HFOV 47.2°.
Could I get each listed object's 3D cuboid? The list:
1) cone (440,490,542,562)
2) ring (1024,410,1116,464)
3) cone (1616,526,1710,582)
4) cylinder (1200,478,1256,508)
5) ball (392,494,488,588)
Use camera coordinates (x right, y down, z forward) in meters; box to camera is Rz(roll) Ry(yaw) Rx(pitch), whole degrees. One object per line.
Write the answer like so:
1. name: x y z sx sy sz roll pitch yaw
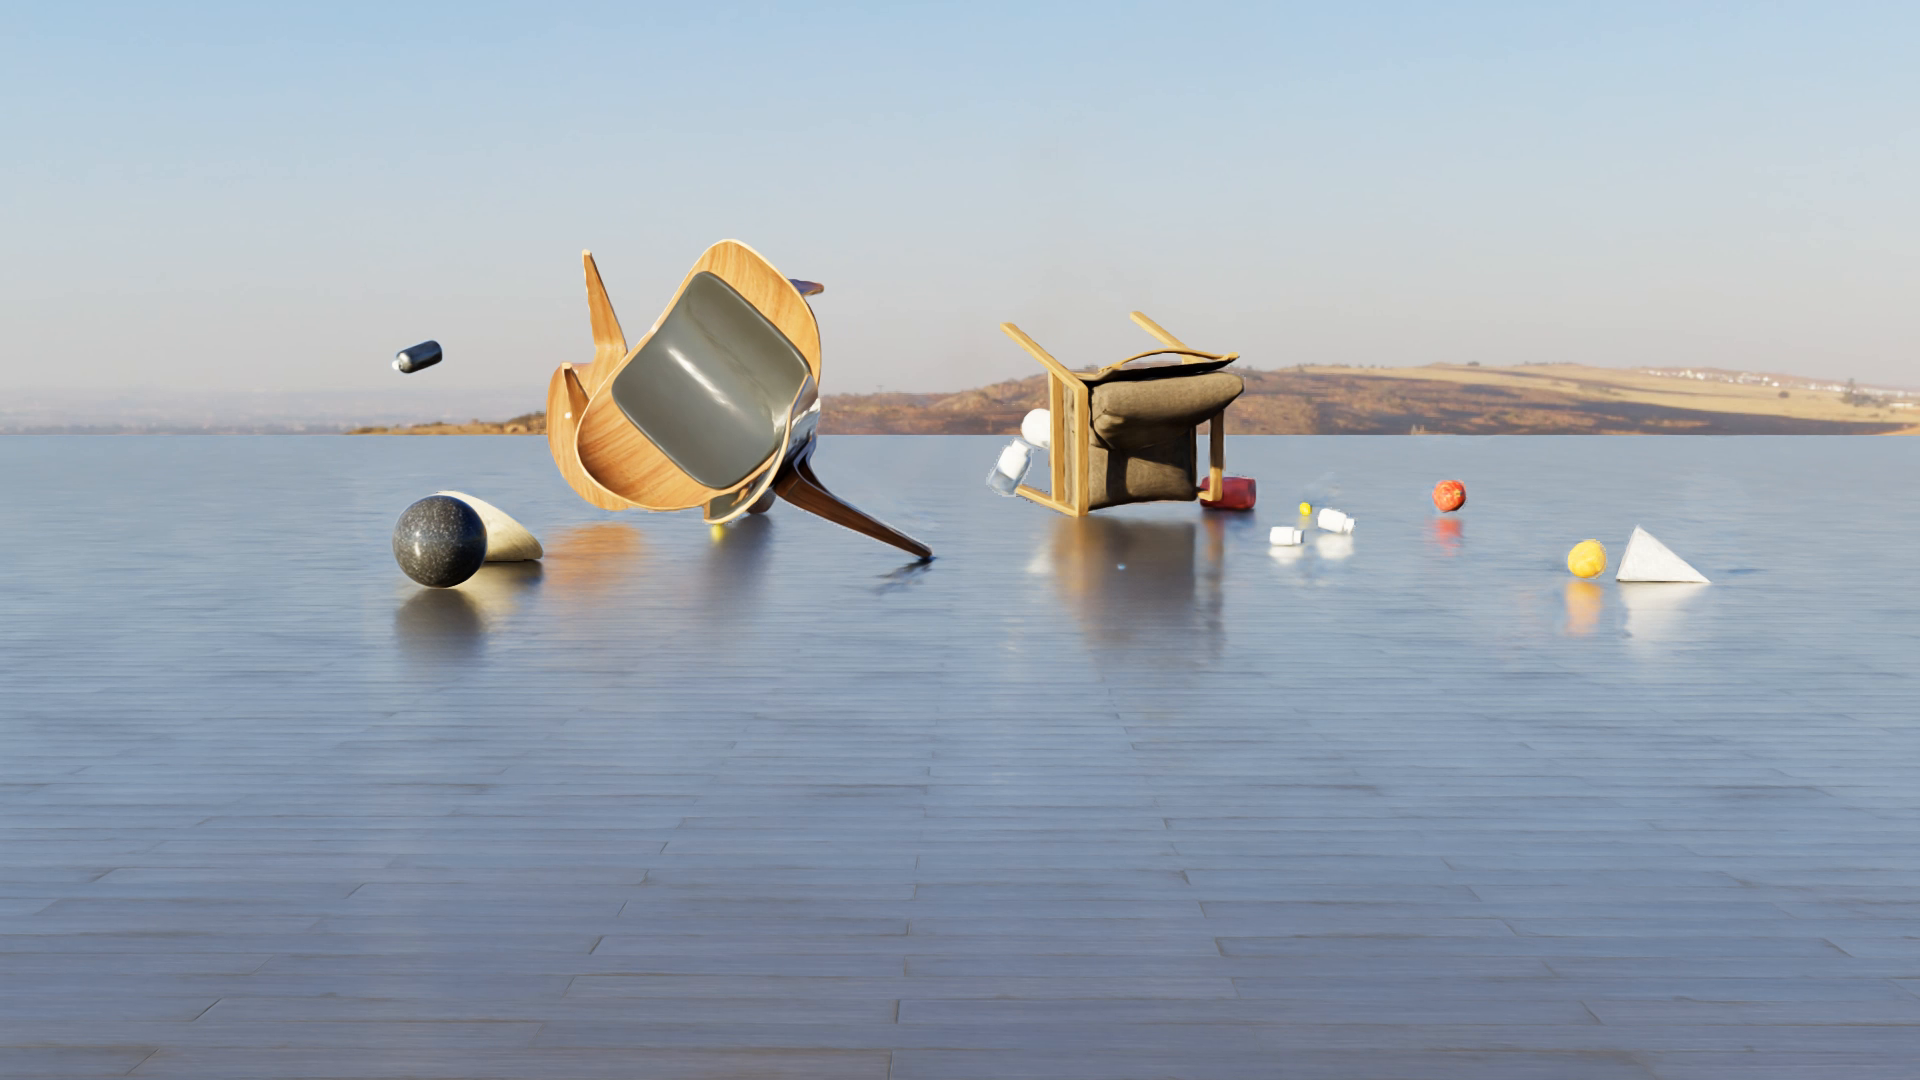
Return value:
1. cone: -1.253 0.011 5.706 0.353 0.121 0.297 5 -33 47
2. ring: 0.423 -0.396 8.469 0.386 0.144 0.244 17 1 -15
3. cone: 1.652 0.064 5.122 0.201 0.140 0.104 21 12 11
4. cylinder: 1.013 -0.178 8.302 0.181 0.113 0.167 1 12 20
5. ball: -1.170 0.003 4.950 0.212 0.212 0.212 0 4 0
